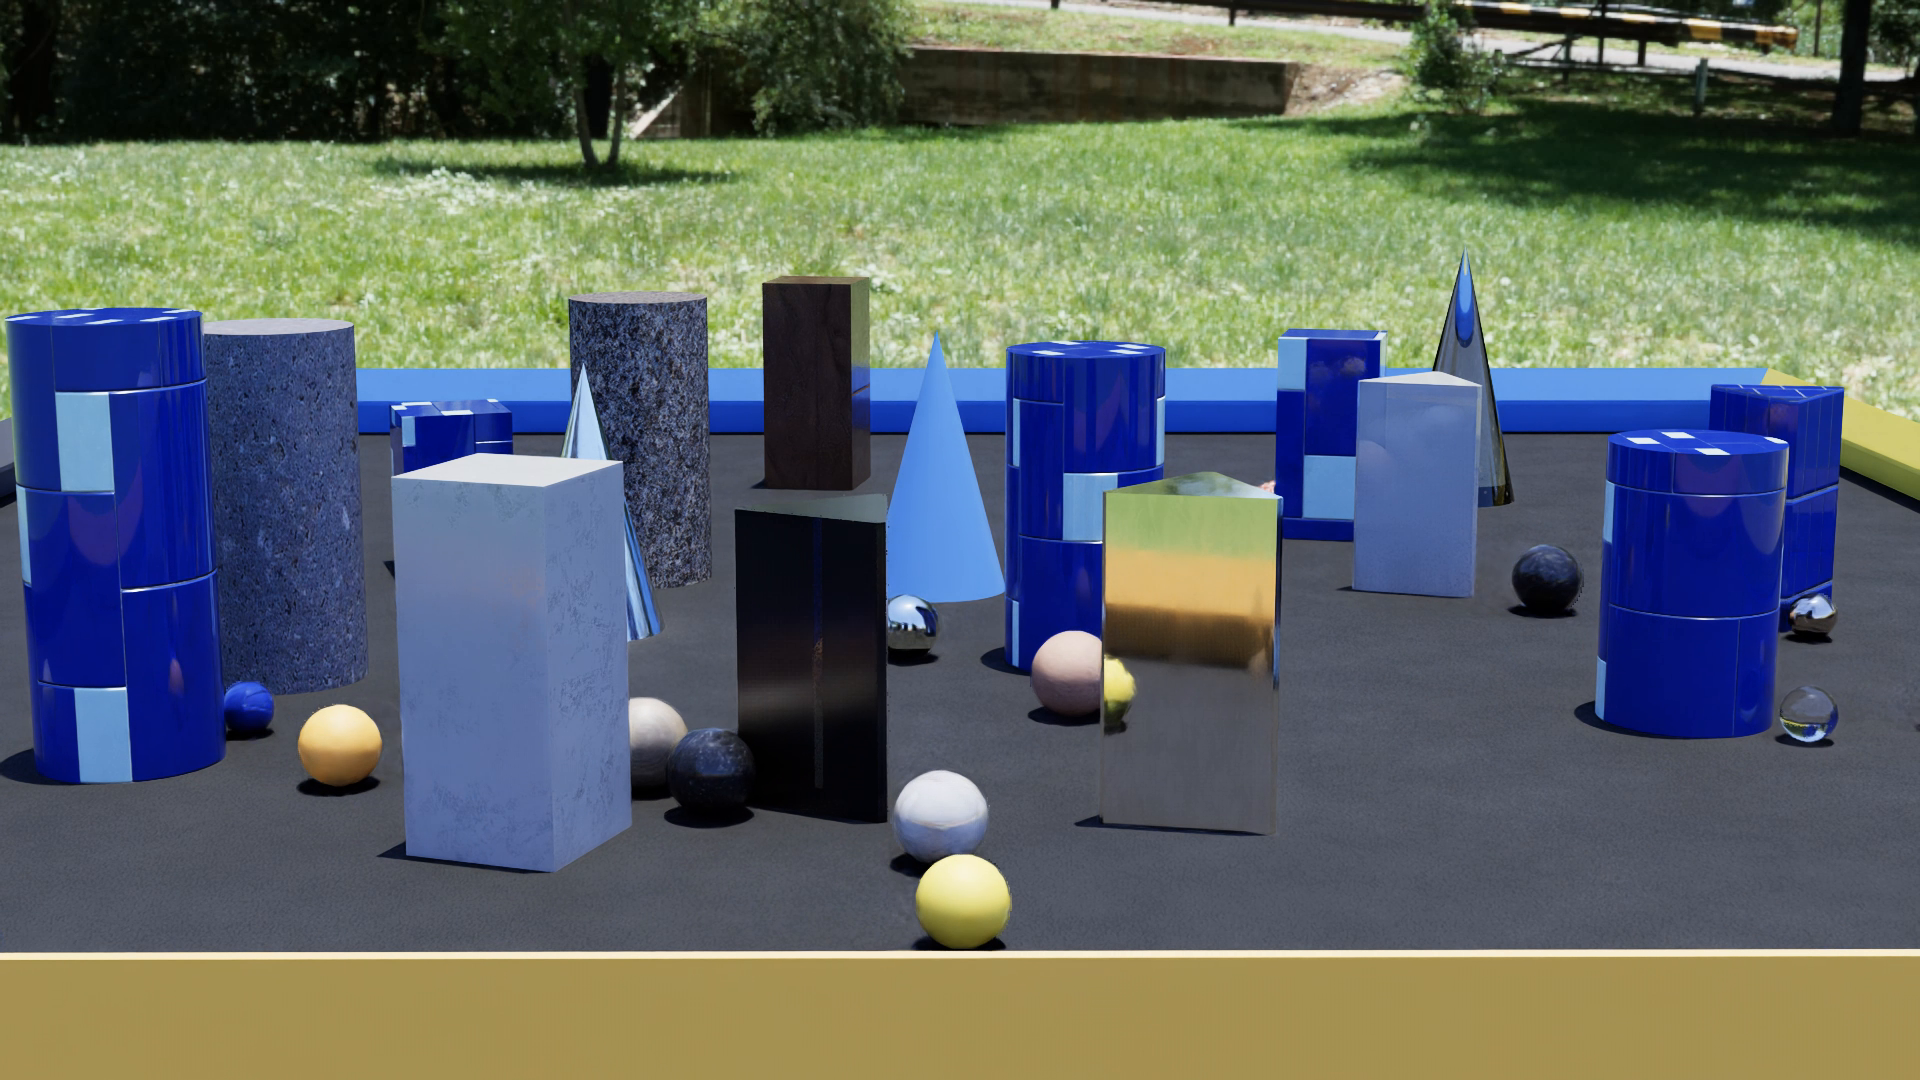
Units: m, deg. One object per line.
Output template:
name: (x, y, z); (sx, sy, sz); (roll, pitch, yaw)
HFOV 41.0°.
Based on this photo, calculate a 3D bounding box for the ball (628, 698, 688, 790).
ball: (-0.322, 0.207, 2.604); (0.094, 0.094, 0.094); (0, 11, 0)

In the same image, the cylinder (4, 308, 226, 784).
cylinder: (-0.879, 0.001, 2.680); (0.194, 0.470, 0.194); (0, 11, 0)

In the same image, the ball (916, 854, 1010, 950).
ball: (0.002, 0.301, 2.137); (0.079, 0.079, 0.079); (0, 11, 0)

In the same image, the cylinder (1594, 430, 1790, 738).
cylinder: (0.817, 0.045, 2.871); (0.194, 0.314, 0.194); (0, 11, 0)

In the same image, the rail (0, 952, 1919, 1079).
rail: (0.010, 0.341, 1.789); (3.258, 0.126, 0.045); (0, 11, 0)

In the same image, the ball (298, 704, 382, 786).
ball: (-0.633, 0.210, 2.617); (0.083, 0.083, 0.083); (0, 11, 0)

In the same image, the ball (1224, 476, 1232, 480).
ball: (0.423, -0.068, 4.155); (0.069, 0.069, 0.069); (0, 11, 0)

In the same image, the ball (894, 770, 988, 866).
ball: (-0.017, 0.256, 2.357); (0.088, 0.088, 0.088); (0, 11, 0)

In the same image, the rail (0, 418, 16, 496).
rail: (-1.605, 0.034, 3.440); (0.045, 0.126, 3.425); (0, 11, 0)

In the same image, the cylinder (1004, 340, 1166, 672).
cylinder: (0.153, -0.042, 3.147); (0.194, 0.385, 0.194); (0, 11, 0)

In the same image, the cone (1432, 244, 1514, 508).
cone: (0.844, -0.284, 4.320); (0.194, 0.432, 0.194); (0, 11, 0)

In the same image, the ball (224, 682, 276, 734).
ball: (-0.783, 0.185, 2.820); (0.058, 0.058, 0.058); (0, 11, 0)

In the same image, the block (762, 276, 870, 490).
block: (-0.249, -0.277, 4.491); (0.155, 0.356, 0.155); (2, 11, 10)

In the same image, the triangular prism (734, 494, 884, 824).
triangular prism: (-0.113, 0.110, 2.569); (0.168, 0.296, 0.146); (6, 12, 28)

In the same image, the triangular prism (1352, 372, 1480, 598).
triangular prism: (0.655, -0.083, 3.614); (0.168, 0.294, 0.146); (4, 11, 20)

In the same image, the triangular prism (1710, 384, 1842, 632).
triangular prism: (1.061, -0.050, 3.410); (0.146, 0.304, 0.168); (8, 13, 38)

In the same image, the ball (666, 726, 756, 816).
ball: (-0.244, 0.227, 2.512); (0.088, 0.088, 0.088); (0, 11, 0)

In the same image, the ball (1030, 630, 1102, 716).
ball: (0.129, 0.151, 2.898); (0.097, 0.097, 0.097); (0, 11, 0)

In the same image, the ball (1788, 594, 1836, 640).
ball: (1.092, 0.098, 3.287); (0.059, 0.059, 0.059); (0, 11, 0)

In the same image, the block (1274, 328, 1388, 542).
block: (0.582, -0.167, 4.022); (0.155, 0.311, 0.155); (2, 11, 13)

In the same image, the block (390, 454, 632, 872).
block: (-0.417, 0.110, 2.406); (0.155, 0.357, 0.155); (4, 11, 19)

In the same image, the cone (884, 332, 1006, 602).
cone: (-0.032, -0.111, 3.577); (0.194, 0.364, 0.194); (0, 11, 0)

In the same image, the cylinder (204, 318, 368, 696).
cylinder: (-0.812, -0.044, 3.054); (0.194, 0.422, 0.194); (0, 11, 0)

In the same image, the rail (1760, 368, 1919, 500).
rail: (1.605, 0.031, 3.458); (0.045, 0.126, 3.425); (0, 11, 0)

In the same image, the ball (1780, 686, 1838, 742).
ball: (0.923, 0.189, 2.790); (0.061, 0.061, 0.061); (0, 11, 0)

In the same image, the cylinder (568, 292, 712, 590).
cylinder: (-0.455, -0.145, 3.657); (0.194, 0.402, 0.194); (0, 11, 0)

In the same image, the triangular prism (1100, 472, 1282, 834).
triangular prism: (0.233, 0.105, 2.514); (0.168, 0.326, 0.146); (2, 11, 12)

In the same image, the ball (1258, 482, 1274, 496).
ball: (0.509, -0.068, 4.193); (0.055, 0.055, 0.055); (0, 11, 0)

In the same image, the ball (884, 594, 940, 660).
ball: (-0.065, 0.107, 3.176); (0.081, 0.081, 0.081); (0, 11, 0)

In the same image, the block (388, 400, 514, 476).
block: (-0.740, -0.076, 3.740); (0.155, 0.235, 0.155); (-4, 11, -19)

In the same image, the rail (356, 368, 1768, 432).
rail: (-0.010, -0.276, 5.109); (3.258, 0.126, 0.045); (0, 11, 0)

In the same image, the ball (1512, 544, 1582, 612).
ball: (0.789, 0.051, 3.448); (0.092, 0.092, 0.092); (0, 11, 0)

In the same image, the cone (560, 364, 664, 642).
cone: (-0.483, -0.056, 3.321); (0.194, 0.349, 0.194); (0, 11, 0)
